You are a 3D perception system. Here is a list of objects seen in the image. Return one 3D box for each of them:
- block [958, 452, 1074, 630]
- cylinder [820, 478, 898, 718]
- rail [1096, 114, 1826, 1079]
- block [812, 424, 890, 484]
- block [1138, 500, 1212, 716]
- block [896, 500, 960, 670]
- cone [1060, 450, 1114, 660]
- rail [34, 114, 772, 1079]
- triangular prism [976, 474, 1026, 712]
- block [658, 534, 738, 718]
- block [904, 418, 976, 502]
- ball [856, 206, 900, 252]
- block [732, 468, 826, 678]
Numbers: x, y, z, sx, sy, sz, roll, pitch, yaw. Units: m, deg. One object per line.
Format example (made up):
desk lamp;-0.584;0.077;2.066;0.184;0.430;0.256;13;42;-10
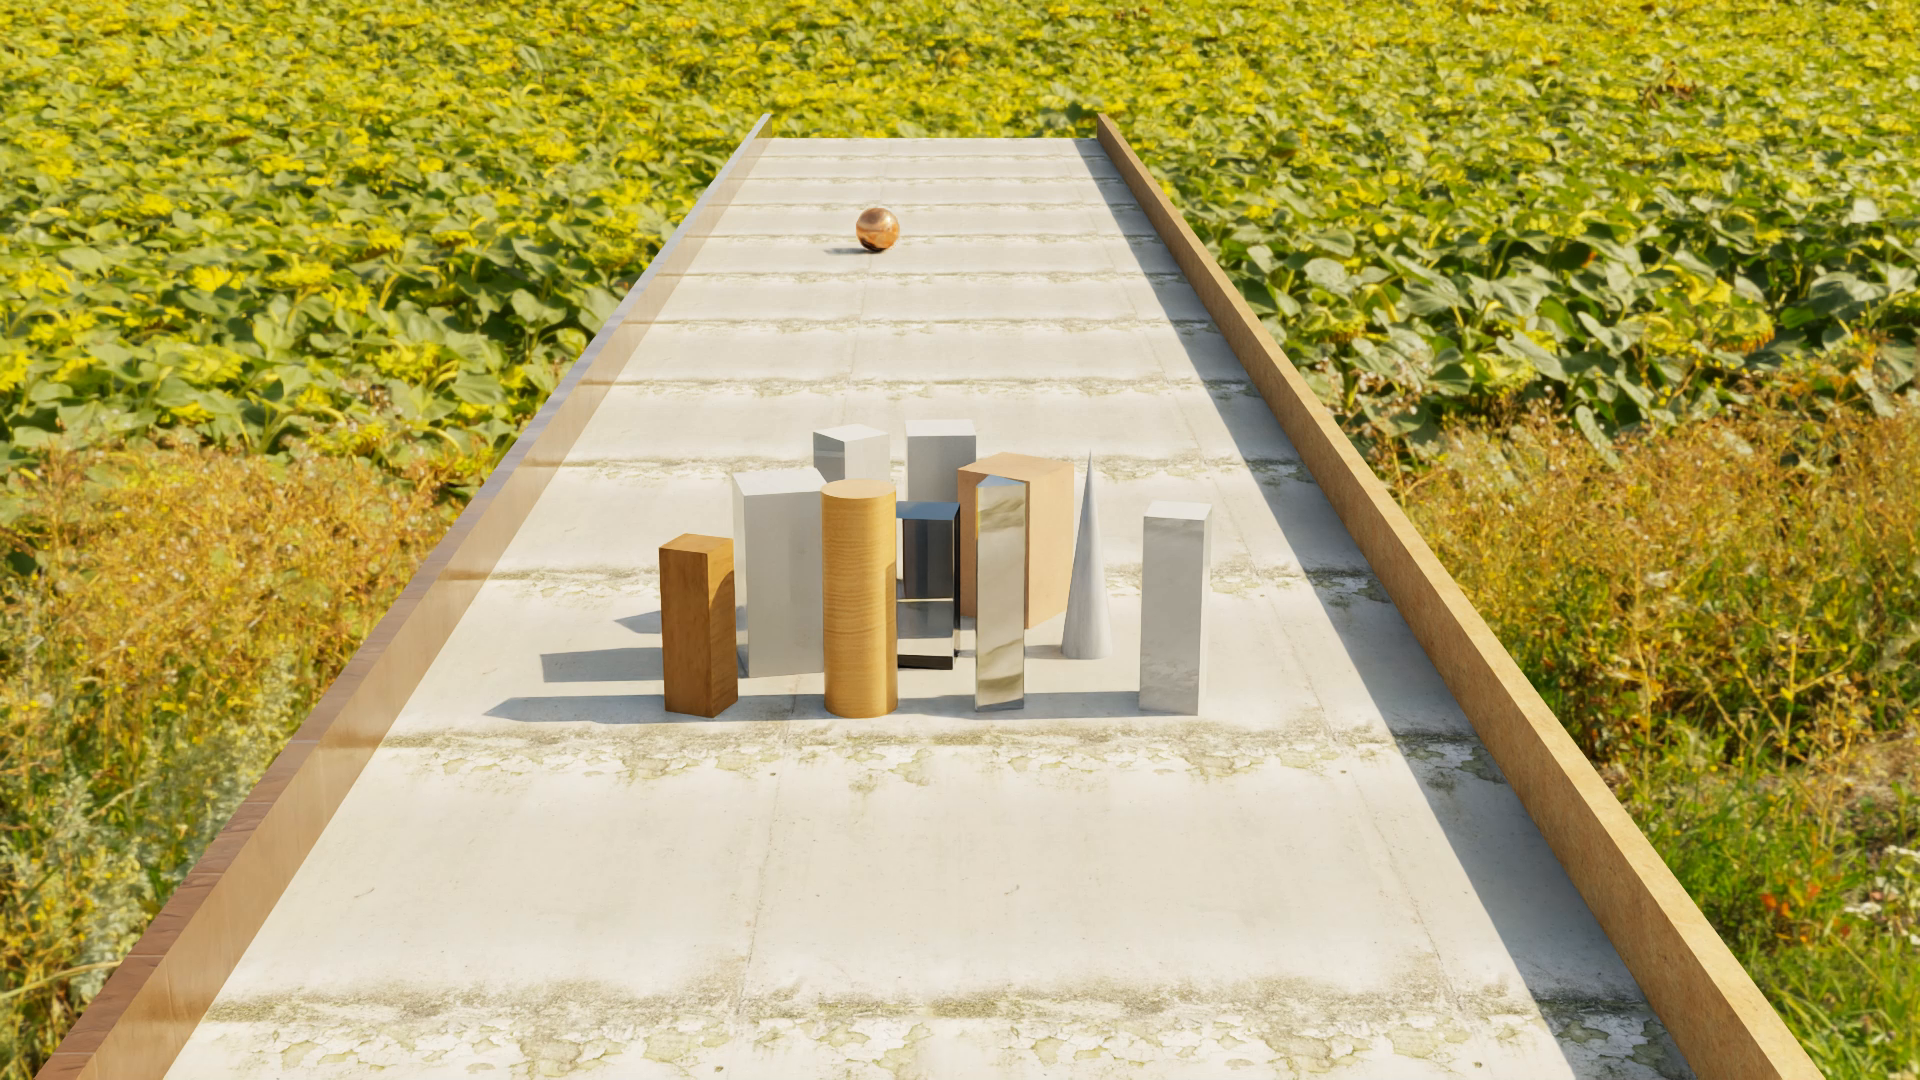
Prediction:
block;0.118;-0.002;4.671;0.179;0.321;0.179;11;20;32
cylinder;-0.187;0.110;4.110;0.139;0.426;0.139;0;17;0
rail;0.932;-0.844;7.801;0.050;0.150;12.000;0;17;-1
block;-0.225;-0.029;4.613;0.114;0.405;0.114;-13;21;-36
block;0.405;0.127;4.130;0.112;0.381;0.112;4;17;13
block;-0.070;0.090;4.383;0.127;0.309;0.127;2;17;6
cone;0.258;0.021;4.406;0.107;0.428;0.107;0;17;0
rail;-1.118;-0.838;7.780;0.050;0.150;12.000;0;17;-1
triangular prism;0.066;0.100;4.120;0.093;0.440;0.080;-4;17;-13
block;-0.489;0.160;4.125;0.102;0.322;0.102;7;18;21
block;-0.044;-0.076;4.861;0.149;0.355;0.149;-1;17;-4
ball;-0.350;-1.320;9.336;0.187;0.187;0.187;0;17;0
block;-0.351;0.064;4.359;0.171;0.372;0.171;-4;17;-13
